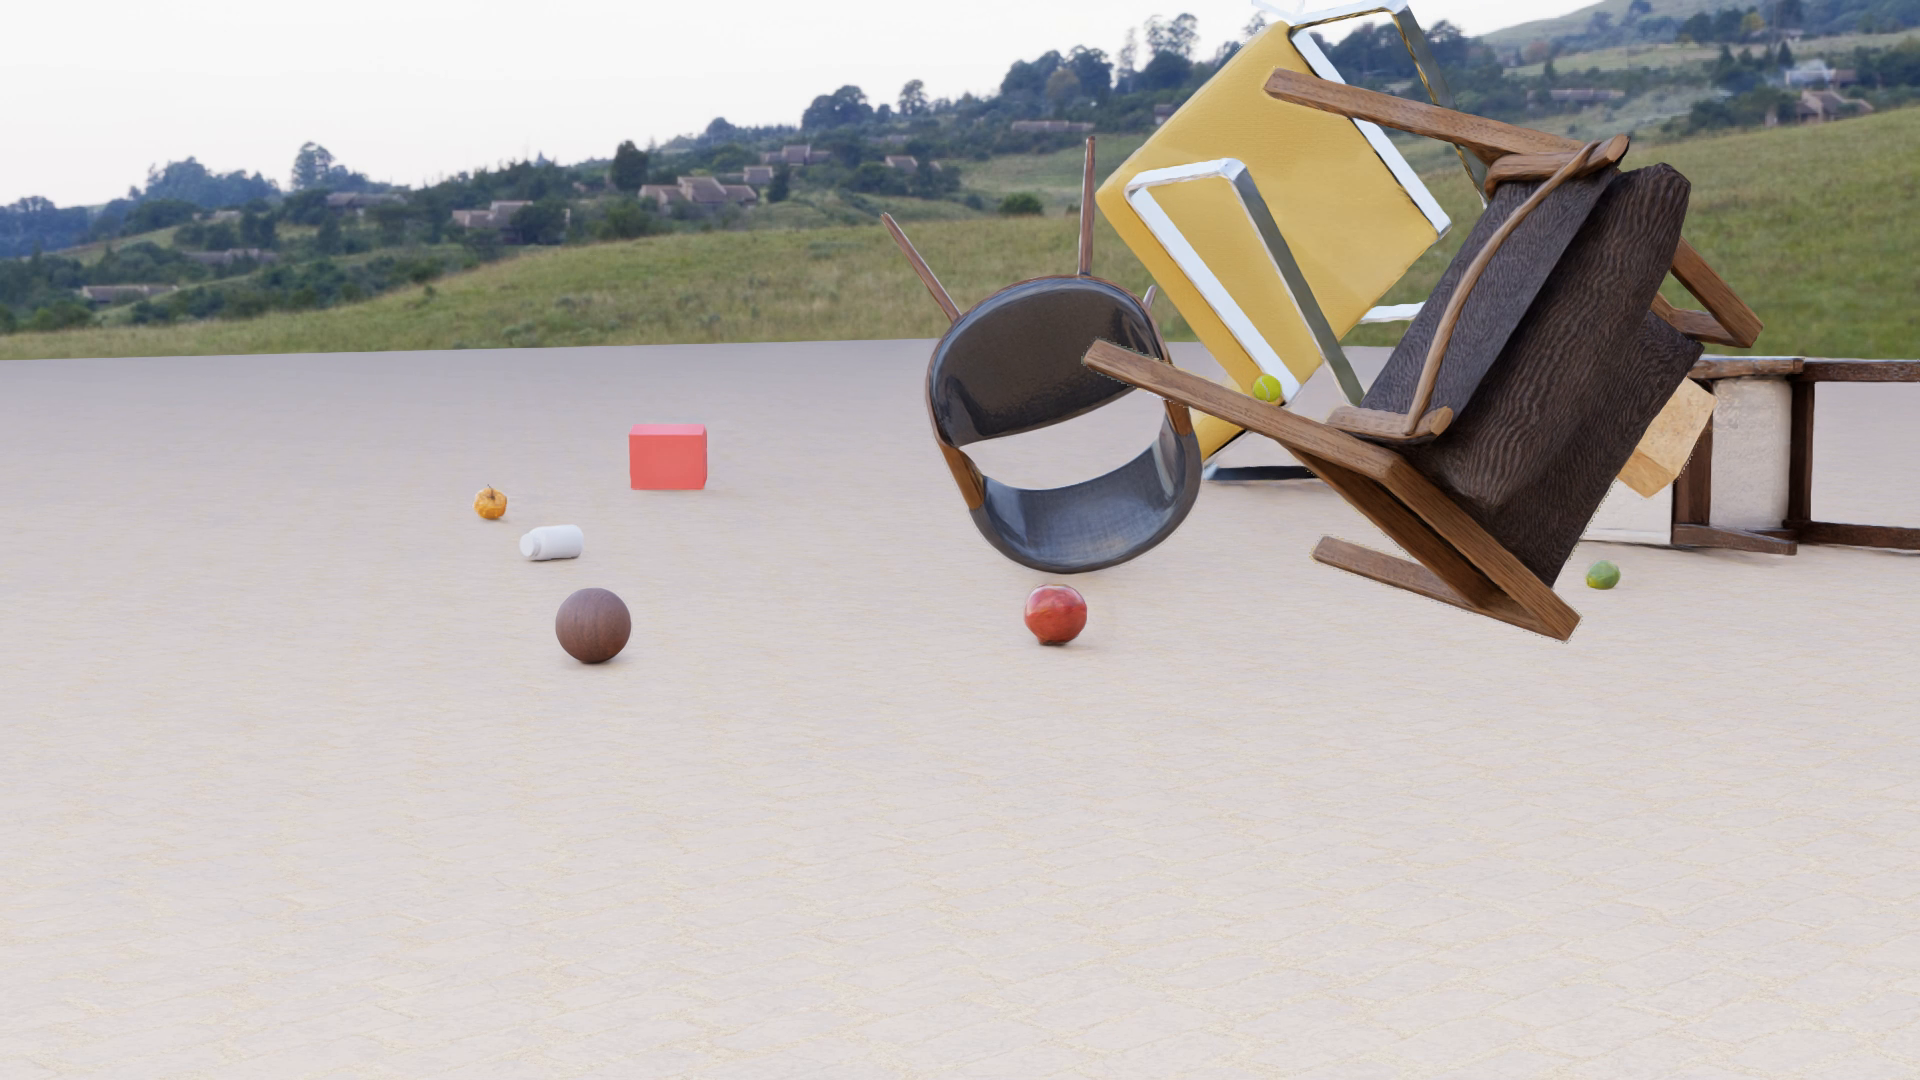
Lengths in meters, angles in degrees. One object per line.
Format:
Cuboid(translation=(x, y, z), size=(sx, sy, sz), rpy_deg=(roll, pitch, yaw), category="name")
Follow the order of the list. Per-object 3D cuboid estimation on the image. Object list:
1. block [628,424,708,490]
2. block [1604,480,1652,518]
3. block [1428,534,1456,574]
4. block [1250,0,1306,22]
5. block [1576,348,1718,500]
Cuboid(translation=(-0.906, -0.258, 7.970), size=(0.224, 0.173, 0.150), rpy_deg=(0, 15, -1), category="block")
Cuboid(translation=(1.833, -0.112, 7.034), size=(0.096, 0.094, 0.082), rpy_deg=(-3, 6, -25), category="block")
Cuboid(translation=(1.065, 0.032, 5.663), size=(0.060, 0.070, 0.051), rpy_deg=(-2, -33, 13), category="block")
Cuboid(translation=(0.972, -1.663, 7.871), size=(0.150, 0.065, 0.112), rpy_deg=(19, 31, -12), category="block")
Cuboid(translation=(1.559, -0.263, 5.820), size=(0.201, 0.247, 0.130), rpy_deg=(35, -28, 0), category="block")
